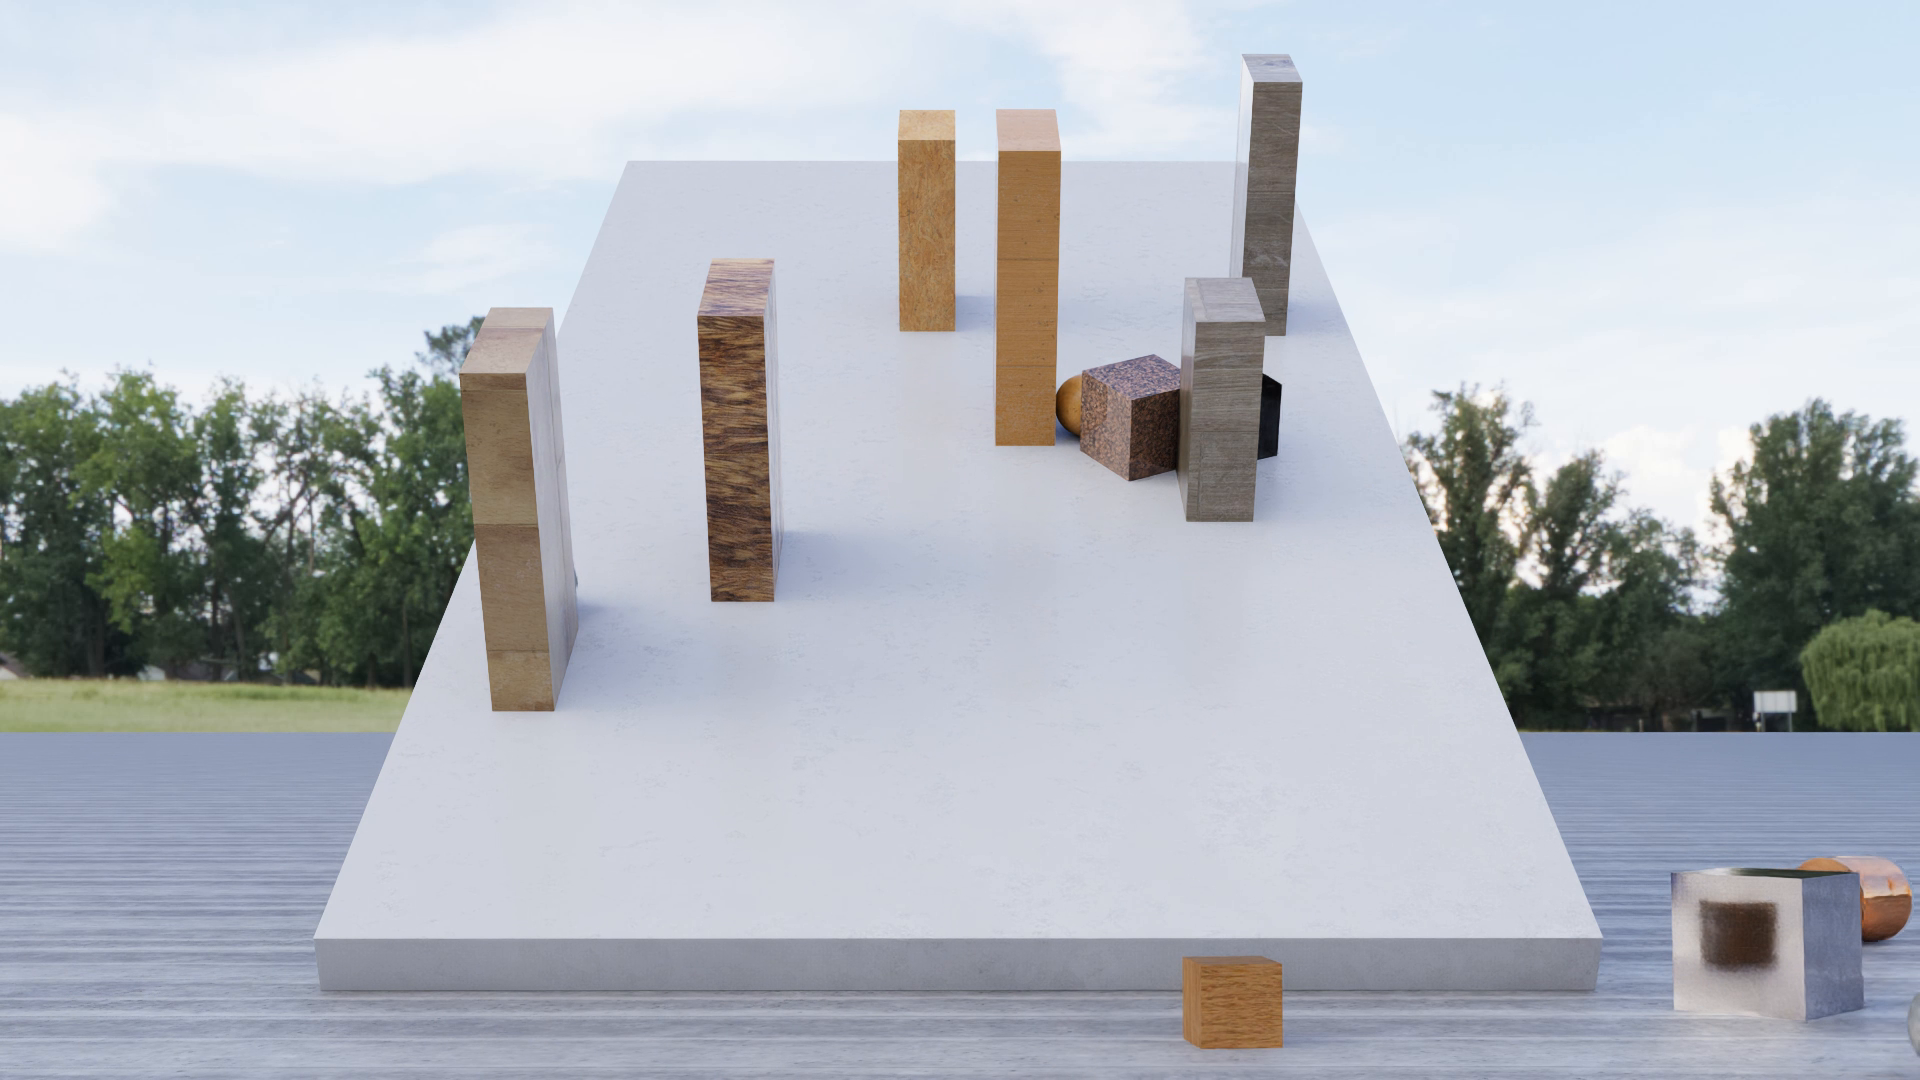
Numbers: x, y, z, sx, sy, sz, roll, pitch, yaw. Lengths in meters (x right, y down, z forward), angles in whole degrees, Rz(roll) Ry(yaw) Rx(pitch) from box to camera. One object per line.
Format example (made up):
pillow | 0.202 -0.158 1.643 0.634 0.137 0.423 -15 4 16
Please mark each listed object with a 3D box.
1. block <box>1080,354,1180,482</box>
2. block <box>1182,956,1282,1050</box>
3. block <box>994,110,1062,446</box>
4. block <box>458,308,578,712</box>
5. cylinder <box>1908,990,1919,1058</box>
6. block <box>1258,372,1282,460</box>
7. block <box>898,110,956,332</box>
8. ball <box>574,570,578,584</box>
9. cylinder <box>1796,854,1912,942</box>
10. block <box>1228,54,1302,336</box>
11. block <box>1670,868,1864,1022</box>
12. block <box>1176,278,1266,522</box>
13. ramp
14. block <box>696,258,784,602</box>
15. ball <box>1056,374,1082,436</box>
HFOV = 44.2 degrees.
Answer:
block | 0.403 -0.273 5.238 0.194 0.194 0.194 -15 30 -27
block | 0.356 0.605 3.096 0.107 0.107 0.107 1 -5 -7
block | 0.147 -0.590 5.321 0.134 0.688 0.315 0 26 0
block | -0.790 -0.055 4.269 0.112 0.660 0.312 0 26 0
cylinder | 1.205 0.572 2.784 0.118 0.118 0.118 4 -6 -35
block | 0.594 -0.282 5.283 0.172 0.172 0.172 -13 29 -25
block | -0.082 -0.808 5.970 0.141 0.498 0.261 0 26 0
ball | -0.812 0.081 4.586 0.135 0.135 0.135 0 -5 0
cylinder | 1.706 0.689 4.535 0.165 0.165 0.165 4 -6 -38
block | 0.760 -0.862 5.913 0.119 0.650 0.259 0 26 0
block | 1.185 0.589 3.469 0.199 0.199 0.199 -4 -6 43
block | 0.548 -0.298 5.000 0.141 0.451 0.259 0 26 0
ramp | -0.010 -0.228 5.476 2.000 0.100 4.000 0 26 0
block | -0.428 -0.218 4.666 0.124 0.601 0.317 0 26 0
ball | 0.286 -0.307 5.363 0.143 0.143 0.143 0 -5 0
